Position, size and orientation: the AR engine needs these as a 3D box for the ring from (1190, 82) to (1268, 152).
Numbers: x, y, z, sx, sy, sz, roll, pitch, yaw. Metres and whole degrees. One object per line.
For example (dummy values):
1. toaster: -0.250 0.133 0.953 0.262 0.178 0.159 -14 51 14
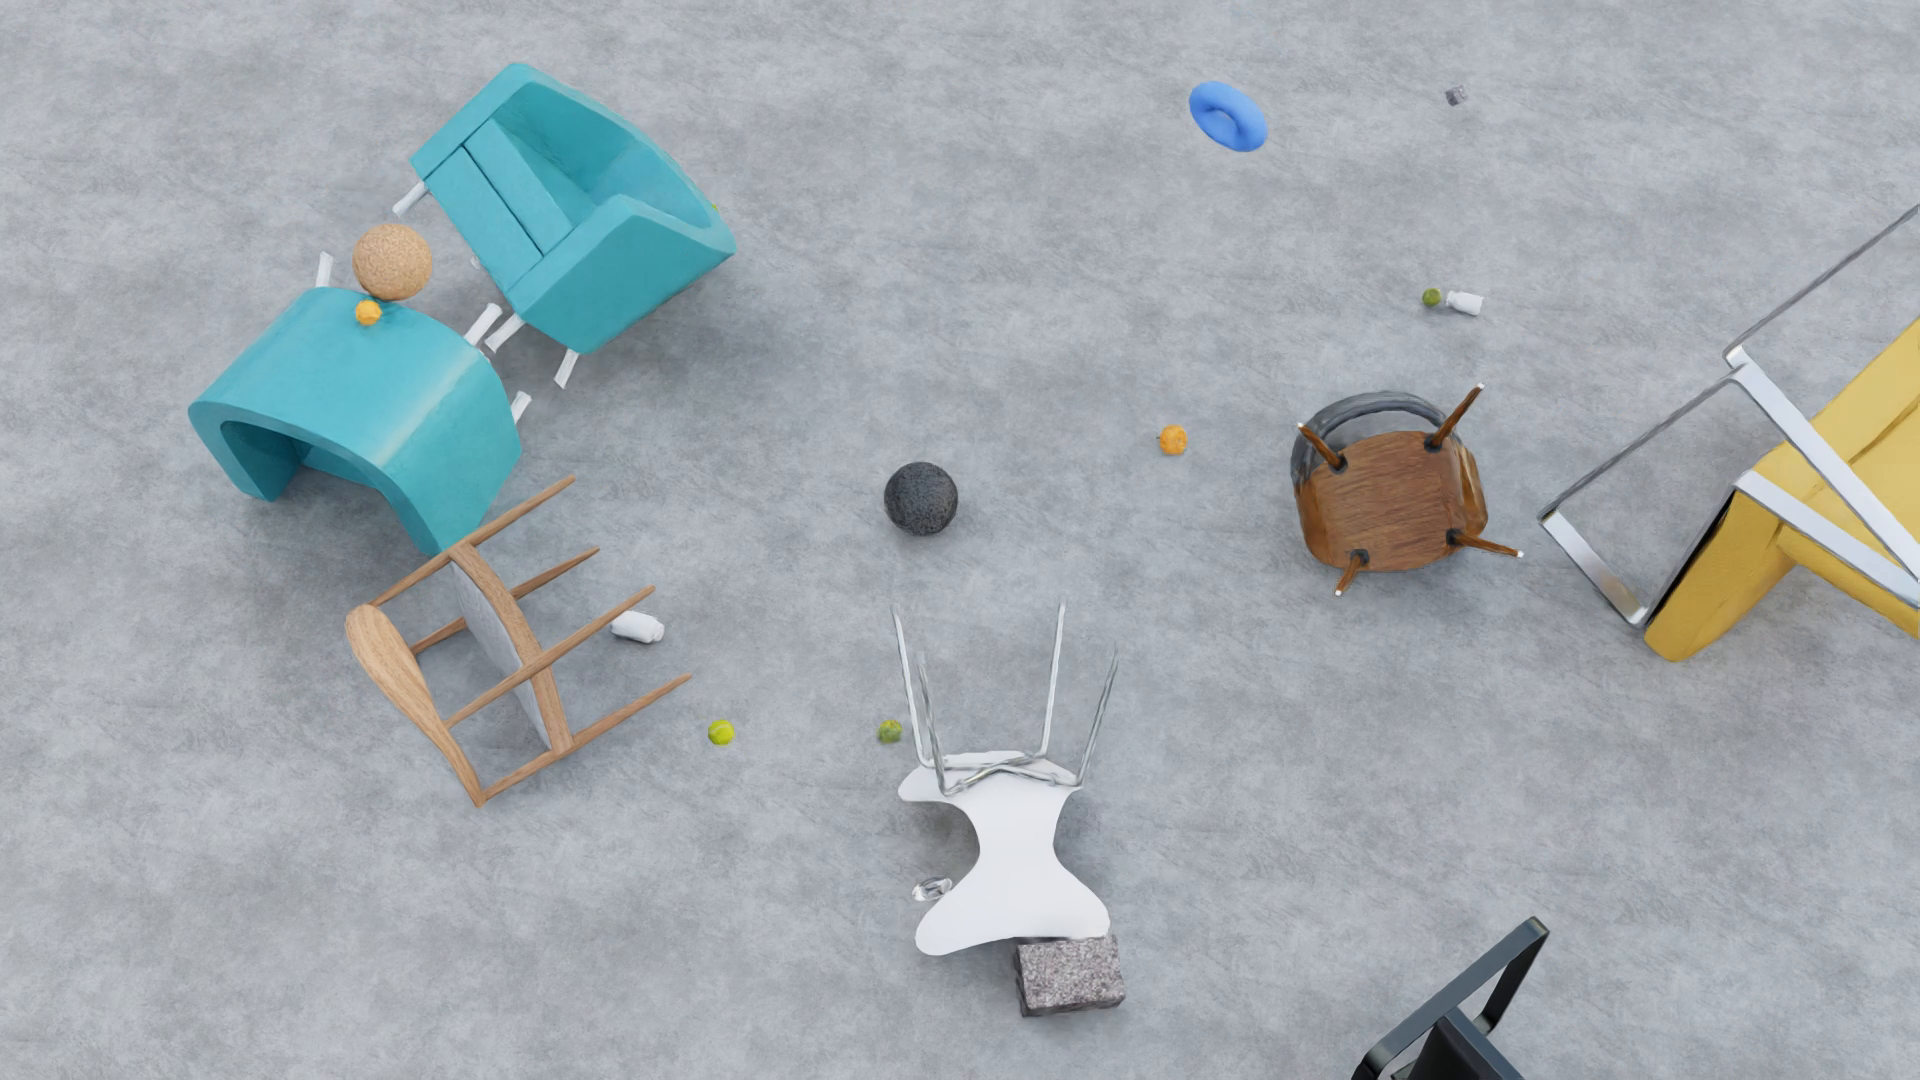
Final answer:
1. ring: 0.867 -1.369 7.109 0.297 0.225 0.090 36 66 21

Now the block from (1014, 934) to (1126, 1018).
1. block: 0.282 1.130 5.698 0.255 0.146 0.162 -5 69 -7

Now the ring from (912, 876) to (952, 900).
1. ring: -0.071 0.883 5.571 0.113 0.039 0.049 -14 39 -31

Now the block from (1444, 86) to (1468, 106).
1. block: 1.687 -1.510 7.470 0.043 0.059 0.052 -27 102 -11

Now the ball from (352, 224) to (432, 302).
1. ball: -1.632 -0.798 6.320 0.223 0.223 0.223 0 56 0

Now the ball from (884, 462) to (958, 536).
1. ball: -0.116 -0.121 6.521 0.223 0.223 0.223 0 56 0
